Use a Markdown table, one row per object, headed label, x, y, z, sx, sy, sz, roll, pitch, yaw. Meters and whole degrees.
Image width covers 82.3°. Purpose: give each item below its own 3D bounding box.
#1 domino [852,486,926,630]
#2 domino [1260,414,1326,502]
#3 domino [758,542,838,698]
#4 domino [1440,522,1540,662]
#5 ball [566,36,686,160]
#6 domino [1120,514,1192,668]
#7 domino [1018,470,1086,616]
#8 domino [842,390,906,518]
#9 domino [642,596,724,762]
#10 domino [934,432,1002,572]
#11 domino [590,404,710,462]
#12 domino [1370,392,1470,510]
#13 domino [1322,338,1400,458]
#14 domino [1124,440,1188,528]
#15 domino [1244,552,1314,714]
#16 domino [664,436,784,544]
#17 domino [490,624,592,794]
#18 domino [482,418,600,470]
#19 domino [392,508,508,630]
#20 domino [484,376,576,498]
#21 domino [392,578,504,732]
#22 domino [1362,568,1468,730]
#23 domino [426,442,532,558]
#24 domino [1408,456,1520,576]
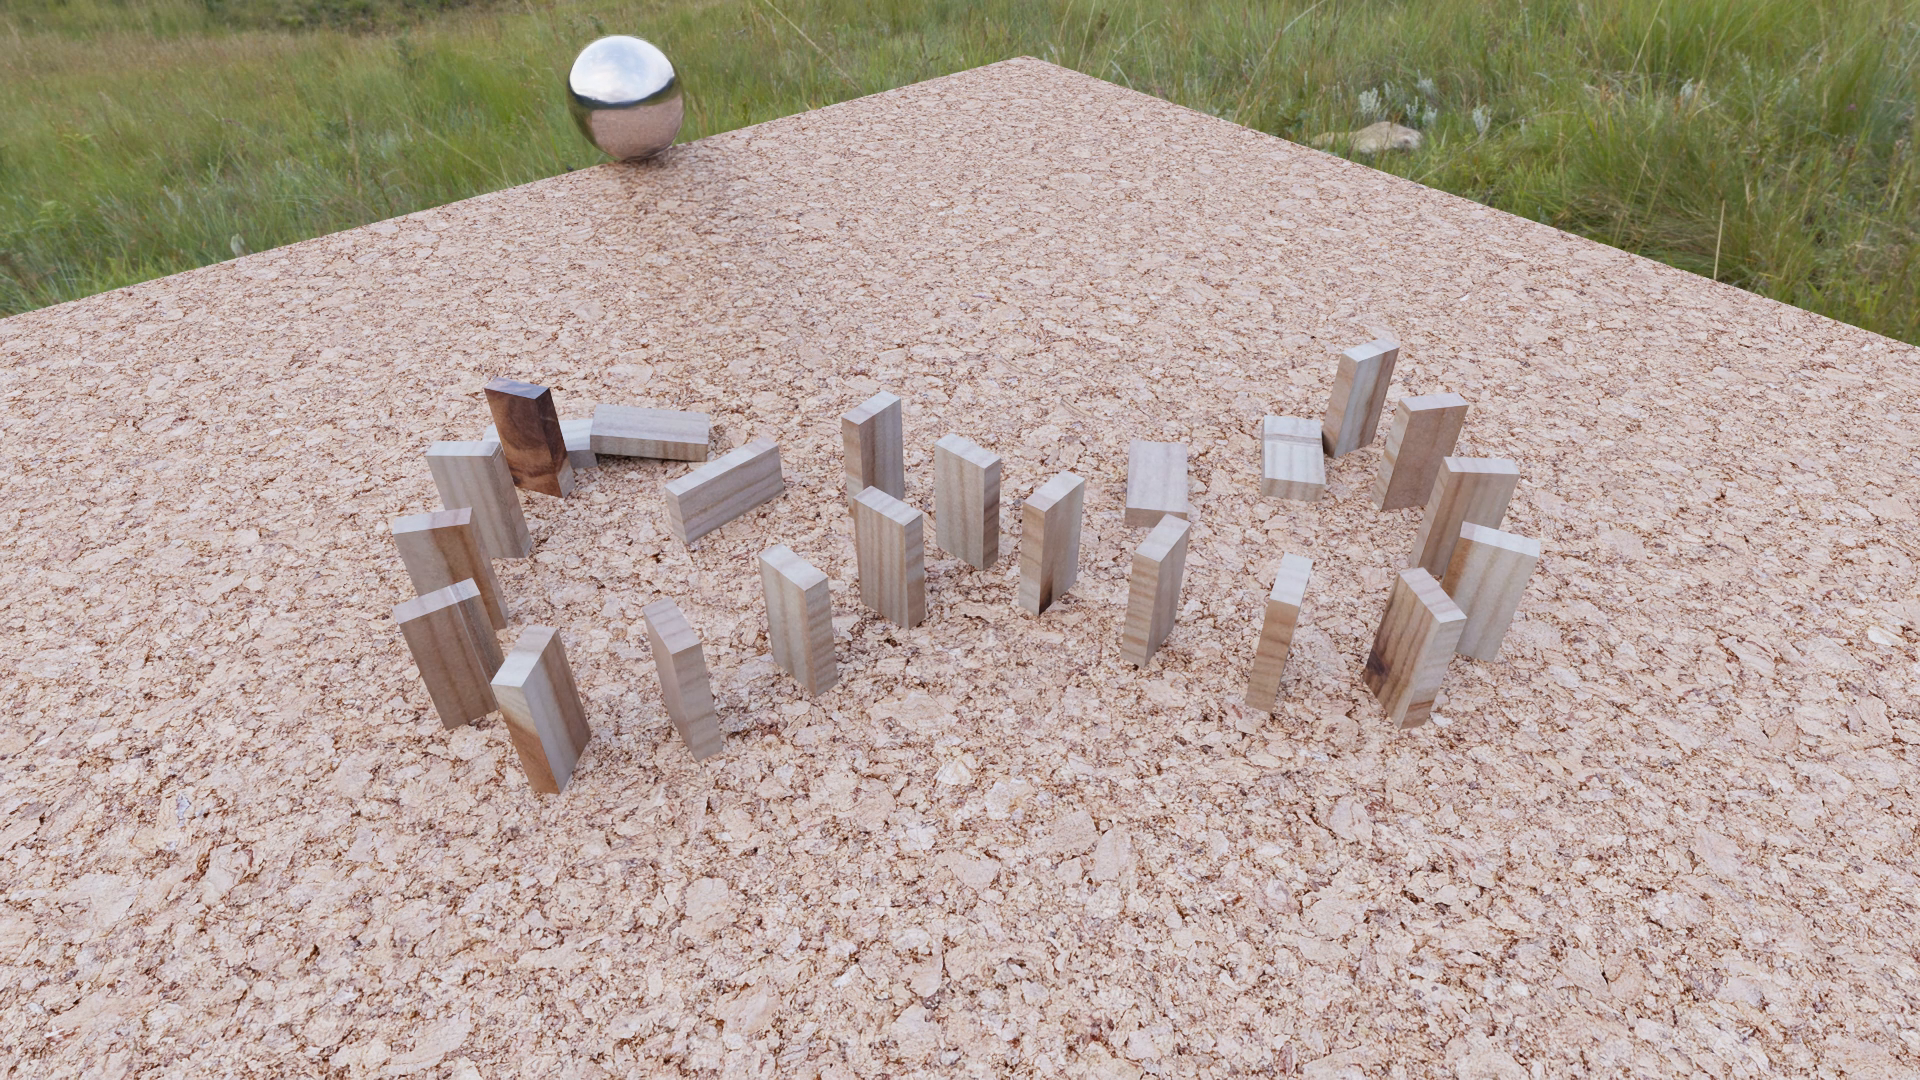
| label | x | y | z | sx | sy | sz | roll | pitch | yaw |
| --- | --- | --- | --- | --- | --- | --- | --- | --- | --- |
| domino | -0.026 | 0.007 | 0.403 | 0.025 | 0.050 | 0.009 | 28 | 47 | 30 |
| domino | 0.147 | -0.037 | 0.488 | 0.025 | 0.010 | 0.050 | 7 | 40 | 9 |
| domino | -0.055 | 0.028 | 0.377 | 0.009 | 0.050 | 0.025 | -32 | 49 | -33 |
| domino | 0.183 | 0.019 | 0.388 | 0.025 | 0.050 | 0.009 | 17 | 42 | 20 |
| ball | -0.230 | -0.305 | 0.760 | 0.080 | 0.080 | 0.080 | 0 | 39 | 0 |
| domino | 0.069 | 0.018 | 0.389 | 0.010 | 0.050 | 0.025 | 23 | 45 | 25 |
| domino | 0.034 | 0.001 | 0.410 | 0.009 | 0.050 | 0.025 | 27 | 47 | 29 |
| domino | -0.035 | -0.033 | 0.452 | 0.010 | 0.050 | 0.025 | 27 | 46 | 29 |
| domino | -0.089 | 0.045 | 0.356 | 0.010 | 0.050 | 0.025 | -22 | 44 | -25 |
| domino | 0.003 | -0.014 | 0.429 | 0.025 | 0.050 | 0.010 | 29 | 47 | 31 |
| domino | -0.139 | -0.048 | 0.495 | 0.050 | 0.010 | 0.025 | 4 | 38 | -13 |
| domino | 0.190 | -0.036 | 0.455 | 0.025 | 0.050 | 0.009 | -7 | 40 | -8 |
| domino | 0.176 | -0.063 | 0.488 | 0.025 | 0.050 | 0.010 | -20 | 43 | -23 |
| domino | 0.085 | -0.024 | 0.473 | 0.025 | 0.009 | 0.050 | 6 | 40 | 7 |
| domino | 0.108 | 0.032 | 0.373 | 0.010 | 0.050 | 0.025 | 16 | 42 | 18 |
| domino | -0.097 | -0.021 | 0.457 | 0.010 | 0.025 | 0.050 | 32 | 49 | 33 |
| domino | -0.131 | 0.054 | 0.346 | 0.009 | 0.050 | 0.025 | 5 | 40 | 6 |
| domino | -0.188 | -0.042 | 0.495 | 0.050 | 0.010 | 0.025 | -4 | 40 | -5 |
| domino | -0.182 | 0.013 | 0.396 | 0.025 | 0.050 | 0.010 | -9 | 40 | -10 |
| domino | -0.181 | -0.043 | 0.464 | 0.025 | 0.050 | 0.010 | 13 | 41 | 16 |
| domino | -0.166 | 0.038 | 0.365 | 0.025 | 0.050 | 0.009 | -23 | 45 | -26 |
| domino | 0.150 | 0.037 | 0.367 | 0.009 | 0.050 | 0.025 | -9 | 40 | -10 |
| domino | -0.187 | -0.015 | 0.430 | 0.025 | 0.050 | 0.009 | 1 | 39 | 1 |
| domino | 0.192 | -0.008 | 0.421 | 0.025 | 0.050 | 0.009 | 2 | 39 | 3 |
